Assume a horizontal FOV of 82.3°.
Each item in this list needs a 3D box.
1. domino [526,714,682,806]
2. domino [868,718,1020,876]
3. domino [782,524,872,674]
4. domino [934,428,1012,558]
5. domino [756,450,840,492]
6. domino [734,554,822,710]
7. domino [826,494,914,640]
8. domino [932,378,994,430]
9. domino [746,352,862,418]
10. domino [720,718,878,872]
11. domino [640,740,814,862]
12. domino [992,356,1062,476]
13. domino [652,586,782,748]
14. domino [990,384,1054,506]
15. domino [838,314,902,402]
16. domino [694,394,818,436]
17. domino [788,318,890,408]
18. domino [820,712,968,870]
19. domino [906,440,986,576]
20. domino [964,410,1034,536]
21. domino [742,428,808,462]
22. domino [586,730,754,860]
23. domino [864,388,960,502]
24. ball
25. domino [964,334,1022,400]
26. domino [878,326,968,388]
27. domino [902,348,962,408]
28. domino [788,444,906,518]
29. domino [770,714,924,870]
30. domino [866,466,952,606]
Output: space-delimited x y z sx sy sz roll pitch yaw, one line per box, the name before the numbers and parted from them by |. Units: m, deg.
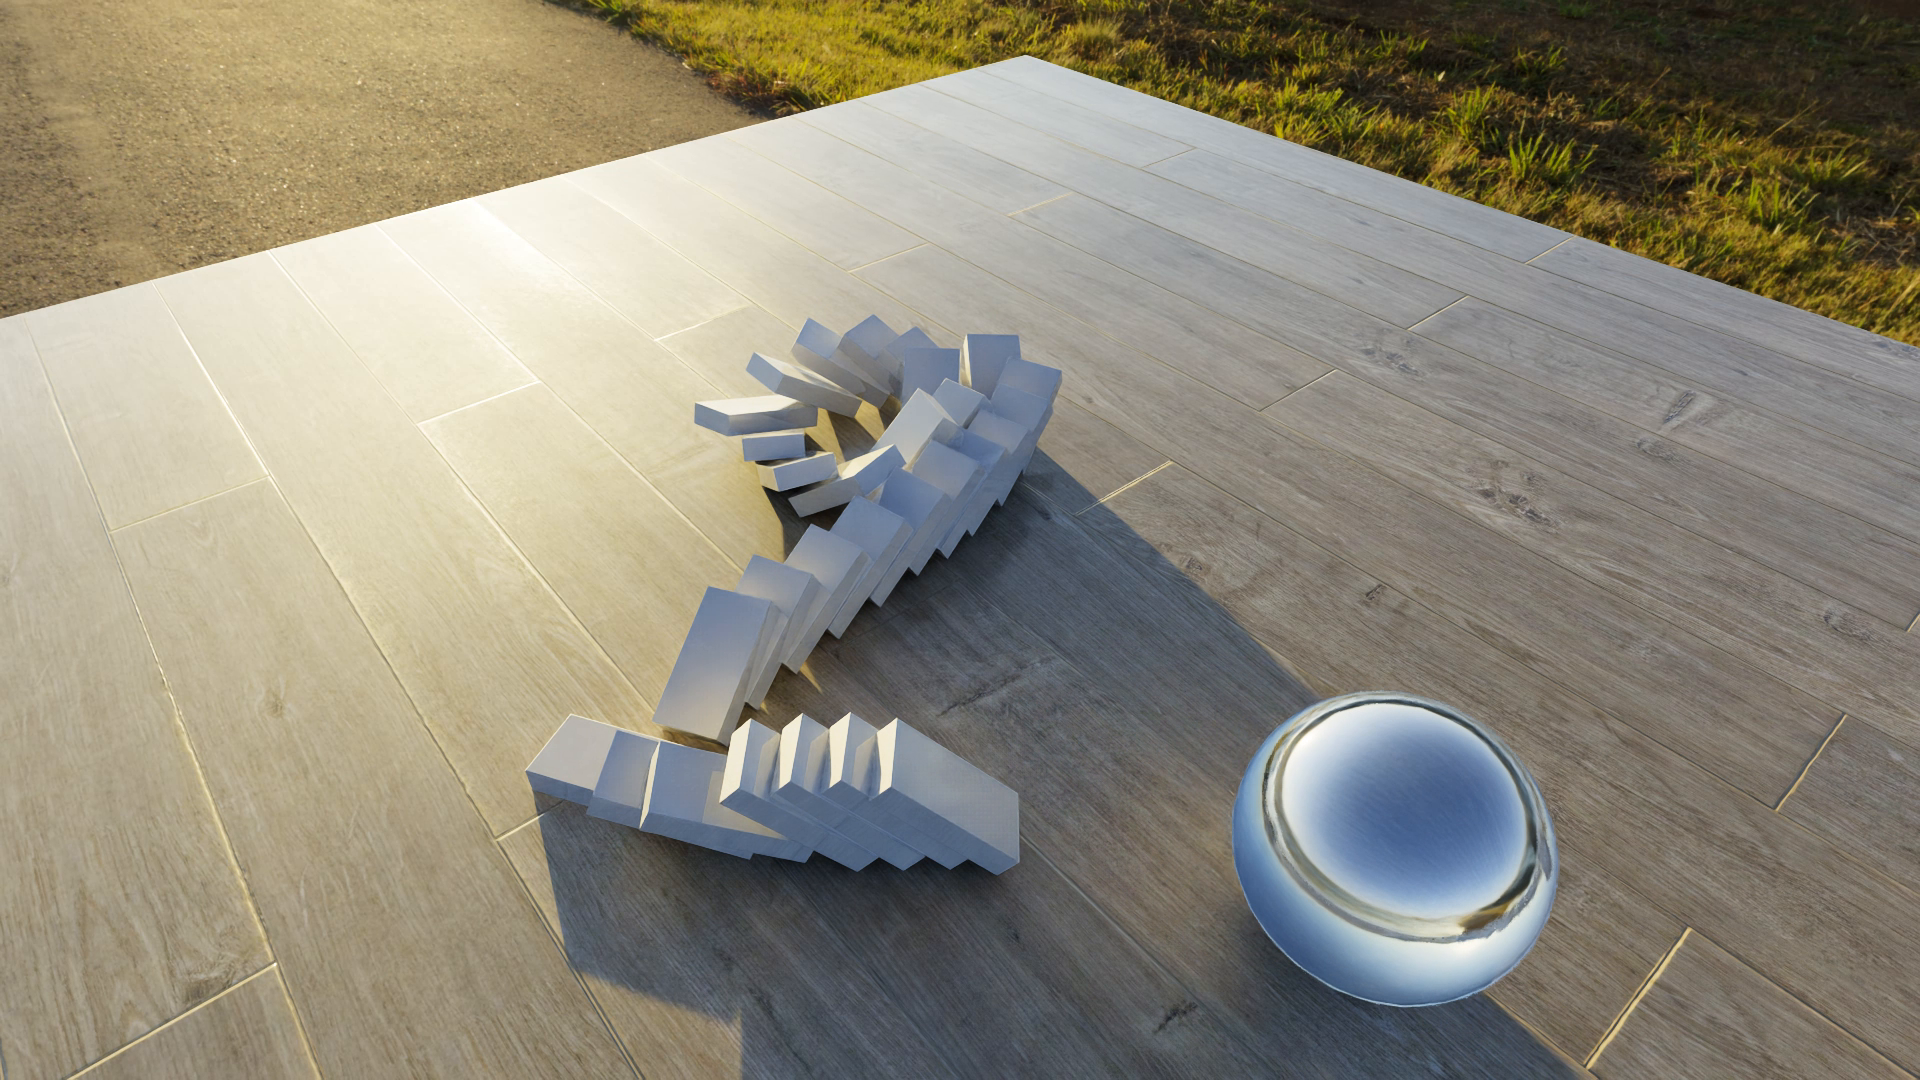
domino | -0.110 0.074 0.353 0.050 0.010 0.025 12 41 14
domino | -0.004 0.076 0.325 0.050 0.010 0.025 36 32 -25
domino | -0.057 0.021 0.401 0.025 0.009 0.050 24 72 27
domino | -0.003 -0.020 0.448 0.025 0.009 0.050 27 77 28
domino | -0.068 -0.029 0.459 0.025 0.010 0.050 -16 10 -16
domino | -0.072 0.032 0.387 0.025 0.010 0.050 17 69 20
domino | -0.042 0.010 0.414 0.025 0.010 0.050 27 75 28
domino | -0.011 -0.045 0.477 0.025 0.010 0.050 30 78 39
domino | -0.072 -0.071 0.508 0.025 0.009 0.050 38 16 37
domino | -0.046 0.076 0.326 0.050 0.009 0.025 35 31 -26
domino | -0.068 0.078 0.327 0.050 0.010 0.025 17 38 -20
domino | 0.025 -0.056 0.492 0.025 0.009 0.050 18 72 14
domino | -0.082 0.042 0.374 0.025 0.010 0.050 11 67 18
domino | 0.018 -0.041 0.475 0.025 0.010 0.050 23 73 22
domino | -0.031 -0.085 0.529 0.050 0.010 0.025 41 46 3
domino | -0.092 -0.057 0.497 0.025 0.010 0.050 22 24 38
domino | -0.056 -0.085 0.528 0.050 0.009 0.025 29 37 -14
domino | -0.018 0.075 0.327 0.050 0.010 0.025 37 32 -24
domino | -0.014 -0.013 0.437 0.025 0.010 0.050 28 78 28
domino | 0.007 -0.029 0.460 0.025 0.009 0.050 26 75 28
domino | -0.079 -0.041 0.475 0.025 0.009 0.050 -5 9 -6
domino | -0.084 0.077 0.334 0.050 0.010 0.025 20 38 -13
domino | -0.024 -0.036 0.461 0.009 0.050 0.025 26 19 -43
ball | 0.113 0.080 0.290 0.080 0.080 0.080 0 39 0
domino | 0.017 -0.072 0.512 0.025 0.009 0.050 -1 67 -10
domino | -0.012 -0.076 0.519 0.050 0.010 0.025 44 51 6
domino | -0.013 -0.062 0.498 0.025 0.009 0.050 2 74 3
domino | -0.047 -0.024 0.449 0.050 0.010 0.025 -13 23 50
domino | -0.032 0.075 0.327 0.050 0.009 0.025 37 31 -24
domino | -0.028 -0.002 0.426 0.025 0.010 0.050 29 78 28
